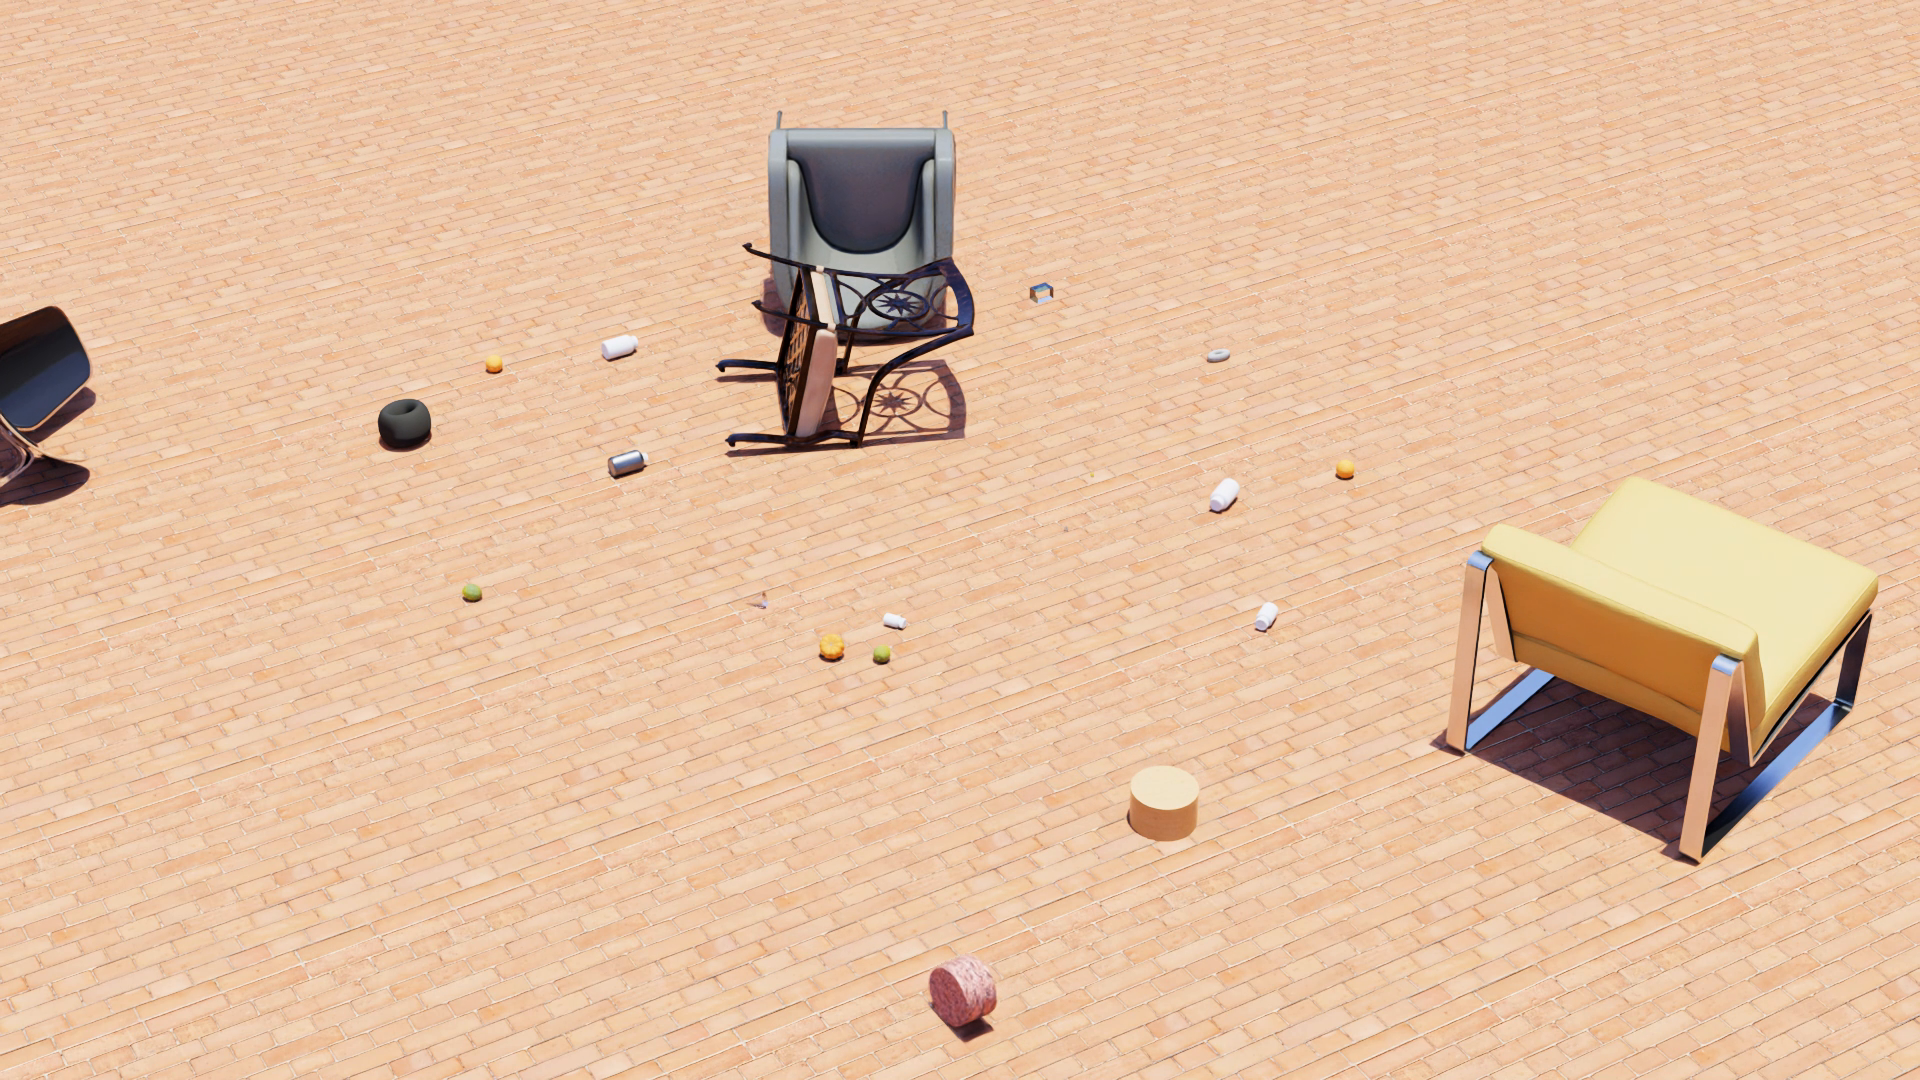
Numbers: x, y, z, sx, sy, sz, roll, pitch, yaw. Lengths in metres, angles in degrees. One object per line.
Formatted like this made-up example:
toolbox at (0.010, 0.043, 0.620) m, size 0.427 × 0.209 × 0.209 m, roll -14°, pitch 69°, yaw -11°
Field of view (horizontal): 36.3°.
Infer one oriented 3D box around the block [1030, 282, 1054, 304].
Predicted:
block at (0.348, -1.053, 12.494) m, size 0.084 × 0.053 × 0.059 m, roll -22°, pitch 39°, yaw -29°

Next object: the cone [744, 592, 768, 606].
cone at (-0.743, 0.221, 10.585) m, size 0.085 × 0.054 × 0.053 m, roll -10°, pitch 44°, yaw 18°

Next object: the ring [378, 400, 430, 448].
ring at (-2.181, -0.459, 11.516) m, size 0.204 × 0.138 × 0.225 m, roll 1°, pitch 29°, yaw 13°

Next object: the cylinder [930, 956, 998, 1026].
cylinder at (0.009, 1.340, 8.716) m, size 0.105 × 0.235 × 0.184 m, roll -20°, pitch 80°, yaw -27°

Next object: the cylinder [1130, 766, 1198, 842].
cylinder at (0.663, 0.856, 9.525) m, size 0.221 × 0.133 × 0.230 m, roll -8°, pitch 34°, yaw -12°

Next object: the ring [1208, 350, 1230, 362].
ring at (1.065, -0.759, 12.067) m, size 0.107 × 0.034 × 0.057 m, roll -15°, pitch 35°, yaw -23°
